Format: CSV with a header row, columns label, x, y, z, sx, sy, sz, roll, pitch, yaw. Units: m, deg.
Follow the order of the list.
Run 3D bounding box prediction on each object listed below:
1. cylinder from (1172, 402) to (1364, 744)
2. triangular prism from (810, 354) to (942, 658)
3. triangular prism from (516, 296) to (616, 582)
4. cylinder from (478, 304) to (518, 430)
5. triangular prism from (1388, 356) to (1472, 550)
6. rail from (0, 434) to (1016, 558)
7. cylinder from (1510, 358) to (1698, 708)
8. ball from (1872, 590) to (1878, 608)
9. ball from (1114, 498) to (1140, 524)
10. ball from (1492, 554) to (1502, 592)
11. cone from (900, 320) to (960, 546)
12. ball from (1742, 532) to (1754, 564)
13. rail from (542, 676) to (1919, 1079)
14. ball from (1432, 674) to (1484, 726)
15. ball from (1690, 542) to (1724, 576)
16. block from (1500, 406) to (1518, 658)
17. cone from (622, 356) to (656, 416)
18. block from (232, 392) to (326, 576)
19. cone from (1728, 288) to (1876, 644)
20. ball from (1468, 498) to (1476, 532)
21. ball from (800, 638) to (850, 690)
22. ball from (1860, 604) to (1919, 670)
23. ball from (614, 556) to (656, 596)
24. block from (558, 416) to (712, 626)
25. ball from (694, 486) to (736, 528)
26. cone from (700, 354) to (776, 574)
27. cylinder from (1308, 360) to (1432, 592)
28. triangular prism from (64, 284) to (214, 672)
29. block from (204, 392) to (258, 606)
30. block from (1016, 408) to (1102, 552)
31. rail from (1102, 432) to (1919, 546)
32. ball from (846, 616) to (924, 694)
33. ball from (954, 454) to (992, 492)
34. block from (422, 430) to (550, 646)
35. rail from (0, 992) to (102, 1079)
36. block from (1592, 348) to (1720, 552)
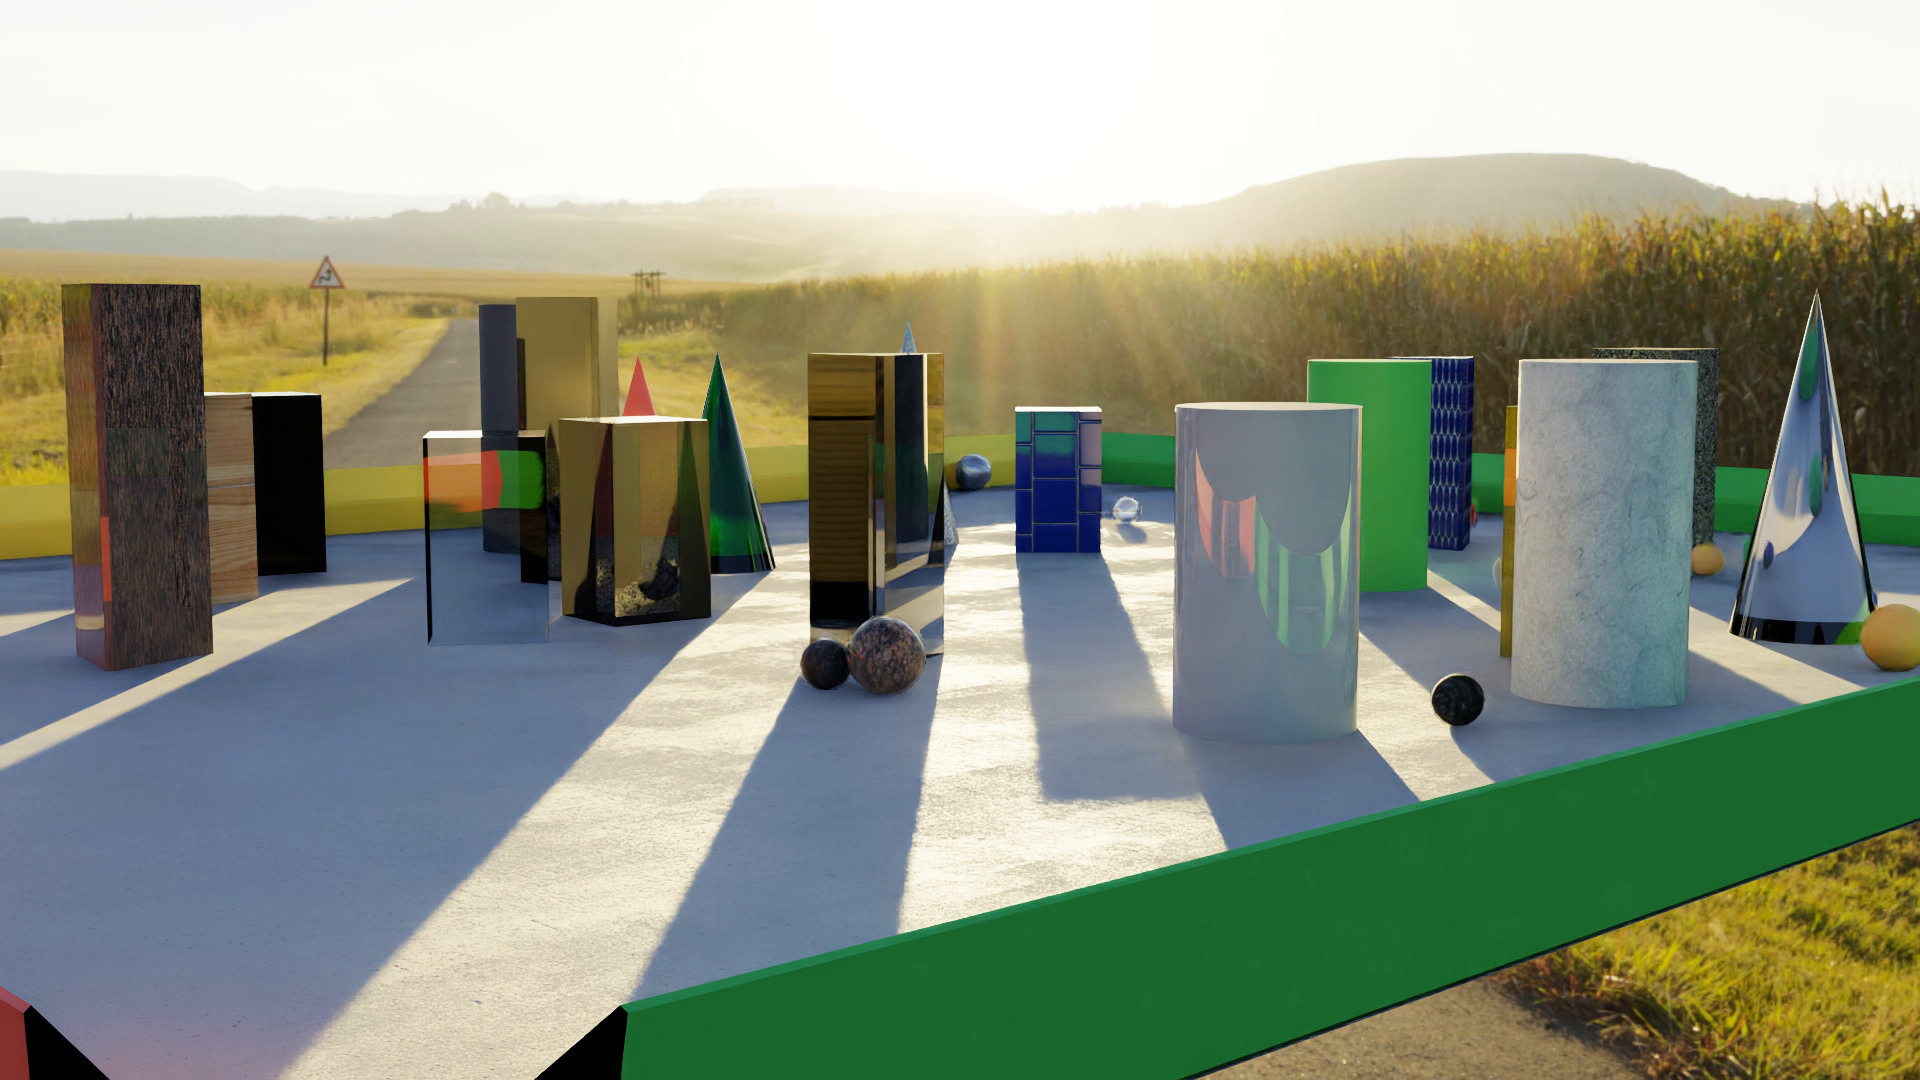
label,x,y,z,sx,sy,sz,roll,pitch,yaw
cylinder,0.327,0.029,2.349,0.197,0.344,0.197,0,6,0
triangular prism,-0.084,-0.042,2.809,0.148,0.389,0.171,-4,7,-34
triangular prism,-0.621,-0.170,3.667,0.171,0.466,0.148,4,7,32
cylinder,-0.804,-0.216,4.157,0.197,0.455,0.197,0,6,0
triangular prism,0.926,-0.169,4.179,0.148,0.356,0.171,-5,8,-42
rail,-1.080,-0.088,4.496,3.797,0.128,0.045,-5,8,-42
cylinder,0.743,-0.013,2.543,0.197,0.387,0.197,0,6,0
ball,1.329,0.089,3.235,0.041,0.041,0.041,0,6,0
ball,0.349,-0.061,4.604,0.054,0.054,0.054,0,6,0
ball,0.867,0.052,3.423,0.075,0.075,0.075,0,6,0
cone,-0.099,-0.212,4.235,0.197,0.430,0.197,0,6,0
ball,1.326,0.024,3.577,0.099,0.099,0.099,0,6,0
rail,1.080,0.155,2.168,3.797,0.128,0.045,-5,8,-42
ball,0.536,0.172,2.366,0.056,0.056,0.056,0,6,0
ball,1.256,0.032,3.703,0.055,0.055,0.055,0,6,0
block,0.809,-0.011,2.826,0.158,0.323,0.158,6,8,43
cone,-0.652,-0.200,4.477,0.197,0.356,0.197,0,6,0
block,-1.192,-0.099,3.767,0.158,0.302,0.158,-4,7,-33
cone,1.163,-0.107,3.010,0.197,0.476,0.197,0,6,0
ball,0.960,-0.048,4.290,0.093,0.093,0.093,0,6,0
ball,-0.158,0.146,2.590,0.061,0.061,0.061,0,6,0
ball,1.160,0.120,2.724,0.084,0.084,0.084,0,6,0
ball,-0.506,0.056,3.432,0.065,0.065,0.065,0,6,0
block,-0.473,-0.032,3.197,0.158,0.287,0.158,-5,8,-38
ball,-0.501,-0.067,4.511,0.086,0.086,0.086,0,6,0
cone,-0.417,-0.139,3.803,0.197,0.375,0.197,0,6,0
cylinder,0.661,-0.109,3.568,0.197,0.364,0.197,0,6,0
triangular prism,-1.037,-0.086,2.807,0.148,0.477,0.171,-4,7,-33
block,-1.196,-0.064,3.365,0.158,0.317,0.158,3,7,29
block,0.183,-0.115,4.122,0.158,0.261,0.158,0,6,2
rail,1.378,-0.099,4.596,0.045,0.128,3.232,-5,8,-42
ball,-0.087,0.134,2.560,0.090,0.090,0.090,0,6,0
ball,0.032,-0.166,5.430,0.091,0.091,0.091,0,6,0
block,-0.644,-0.006,3.001,0.158,0.277,0.158,-1,6,-10
rail,-1.378,0.165,2.067,0.045,0.128,3.232,-5,8,-42
block,1.220,-0.148,3.877,0.158,0.377,0.158,-6,8,-44
